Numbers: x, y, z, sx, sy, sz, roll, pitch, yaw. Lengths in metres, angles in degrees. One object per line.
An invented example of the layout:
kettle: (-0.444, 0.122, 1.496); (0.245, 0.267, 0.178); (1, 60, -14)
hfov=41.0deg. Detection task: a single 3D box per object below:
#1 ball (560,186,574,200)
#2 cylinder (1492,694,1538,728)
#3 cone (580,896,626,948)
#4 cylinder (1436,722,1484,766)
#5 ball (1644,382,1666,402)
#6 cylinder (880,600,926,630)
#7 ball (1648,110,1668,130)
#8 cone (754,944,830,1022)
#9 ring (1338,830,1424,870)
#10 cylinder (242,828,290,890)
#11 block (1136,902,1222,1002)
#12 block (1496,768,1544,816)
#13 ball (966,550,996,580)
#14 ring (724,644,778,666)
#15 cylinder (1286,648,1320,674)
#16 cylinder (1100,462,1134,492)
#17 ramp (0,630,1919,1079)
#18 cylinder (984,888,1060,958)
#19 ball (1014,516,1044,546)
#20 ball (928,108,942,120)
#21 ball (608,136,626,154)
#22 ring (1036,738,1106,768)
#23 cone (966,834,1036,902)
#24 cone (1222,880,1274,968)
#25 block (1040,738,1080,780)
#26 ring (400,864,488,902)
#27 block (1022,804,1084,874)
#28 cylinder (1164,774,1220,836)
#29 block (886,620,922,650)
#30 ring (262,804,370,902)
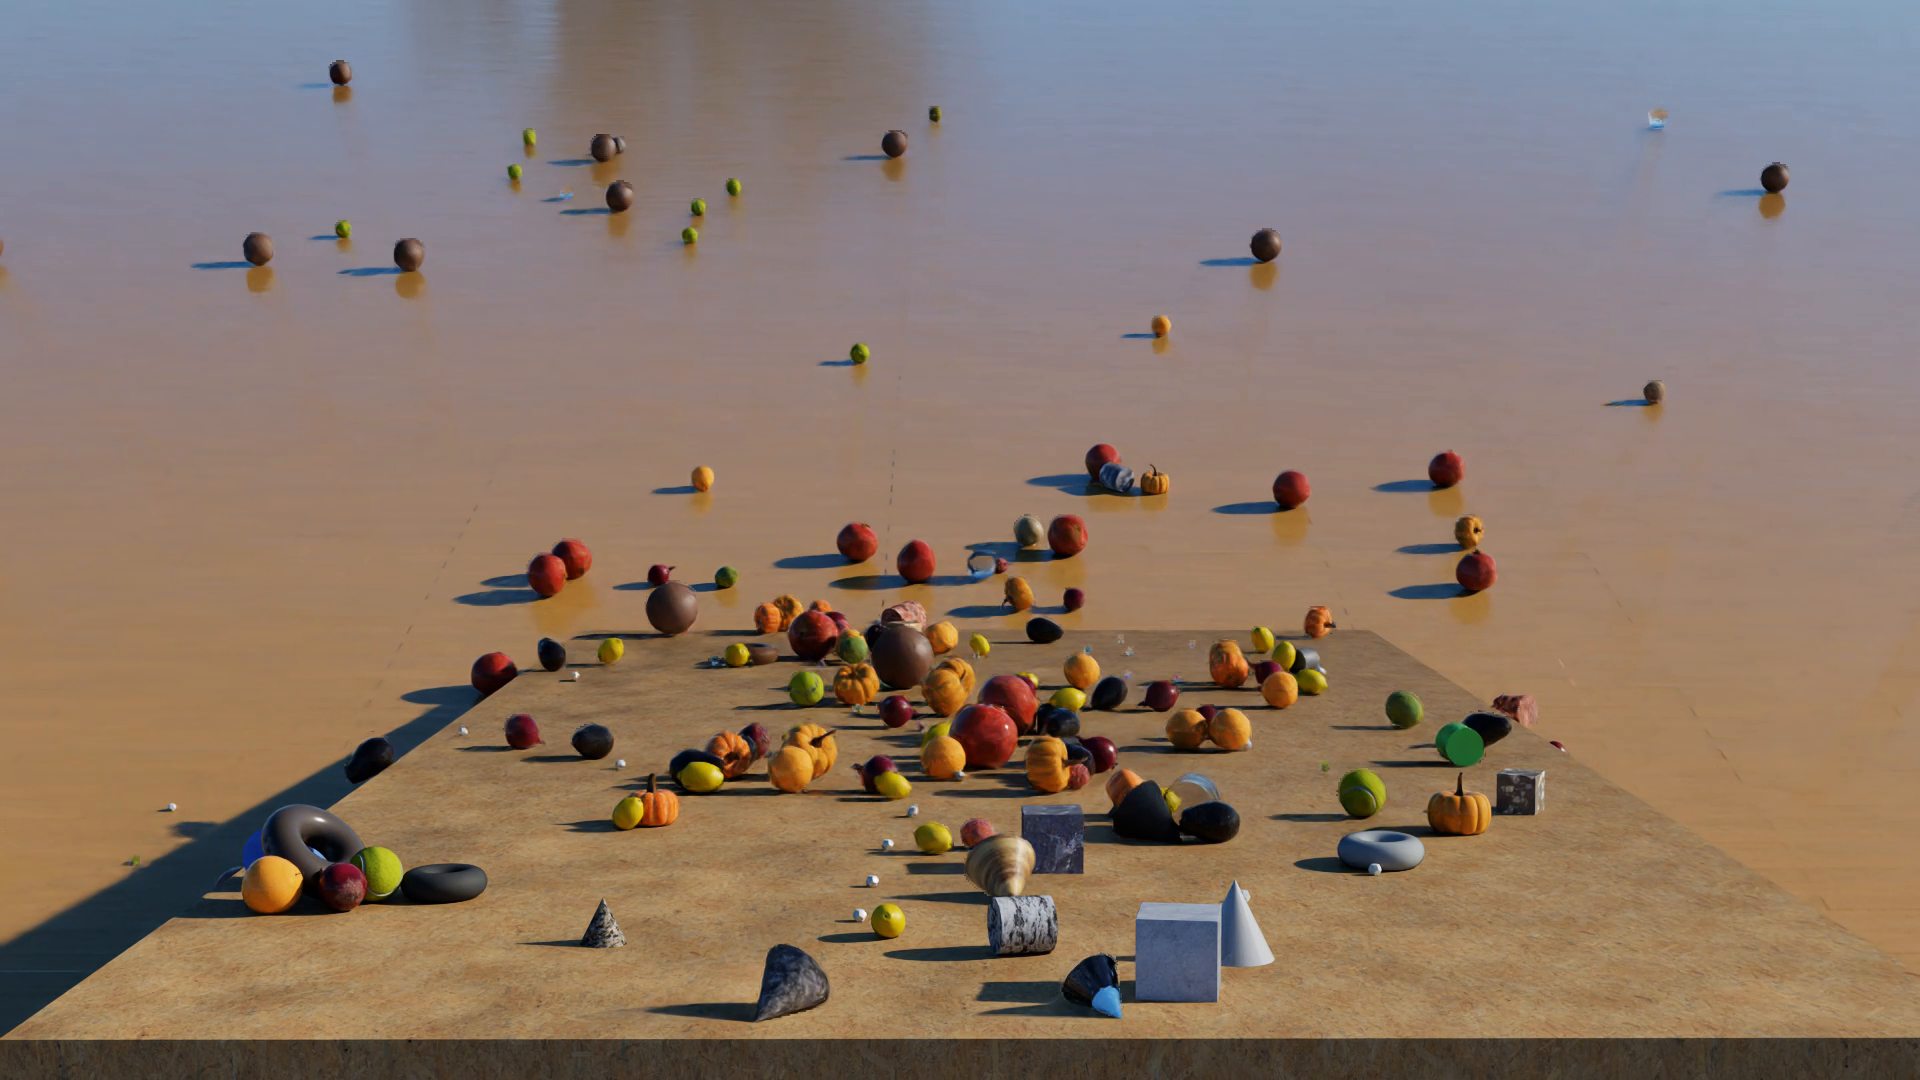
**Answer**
ball: (-1.836, -1.619, 11.975); (0.060, 0.060, 0.060); (0, 19, 0)
cylinder: (1.230, 0.379, 5.689); (0.070, 0.070, 0.070); (-17, 9, -40)
cone: (-0.411, 0.438, 2.960); (0.054, 0.054, 0.054); (0, 4, 0)
cylinder: (0.838, 0.343, 4.304); (0.065, 0.065, 0.065); (-2, 4, -5)
ball: (2.382, -0.507, 8.799); (0.074, 0.074, 0.074); (0, 19, 0)
cylinder: (-0.148, 0.210, 6.746); (0.085, 0.085, 0.085); (16, 25, 39)
ball: (3.722, -2.240, 13.680); (0.100, 0.100, 0.100); (0, 19, 0)
cone: (-0.188, 0.469, 2.627); (0.079, 0.079, 0.079); (12, 36, 30)
ring: (0.562, 0.415, 3.427); (0.116, 0.039, 0.116); (0, 5, 0)
cylinder: (-0.870, 0.403, 3.308); (0.080, 0.080, 0.080); (2, 4, 7)
block: (0.233, 0.437, 2.727); (0.086, 0.086, 0.086); (1, 4, 8)
block: (0.840, 0.377, 3.845); (0.058, 0.058, 0.058); (2, 4, 26)
ball: (0.061, 0.069, 7.149); (0.083, 0.083, 0.083); (0, 19, 0)
ring: (-0.471, 0.258, 5.796); (0.122, 0.041, 0.122); (1, 4, 0)
cylinder: (0.748, 0.263, 5.603); (0.053, 0.053, 0.053); (17, 14, 40)
cylinder: (0.483, -0.194, 7.904); (0.077, 0.077, 0.077); (-15, 24, -37)
ramp: (0.046, 0.411, 4.537); (2.000, 0.100, 4.000); (0, 4, 0)
cylinder: (0.070, 0.436, 2.909); (0.065, 0.065, 0.065); (-20, 25, -16)
ball: (0.199, -0.026, 7.415); (0.084, 0.084, 0.084); (0, 19, 0)
ball: (-0.135, -2.309, 13.918); (0.072, 0.072, 0.072); (0, 19, 0)
ball: (-1.742, -2.004, 13.033); (0.085, 0.085, 0.085); (0, 19, 0)
ring: (0.186, 0.357, 4.295); (0.120, 0.040, 0.120); (0, 2, 0)
cone: (0.059, 0.429, 3.196); (0.090, 0.090, 0.090); (-3, 31, -9)
cone: (0.309, 0.425, 2.883); (0.090, 0.090, 0.090); (0, 4, 0)
block: (0.164, 0.355, 4.177); (0.058, 0.058, 0.058); (0, 4, -5)
ring: (-0.648, 0.430, 3.223); (0.108, 0.036, 0.108); (-1, 3, 0)
block: (0.122, 0.397, 3.404); (0.078, 0.078, 0.078); (0, 4, -1)
cylinder: (0.330, 0.379, 3.682); (0.077, 0.077, 0.077); (4, 5, 12)
block: (-0.134, 0.227, 6.098); (0.062, 0.062, 0.062); (-4, 5, -44)
ring: (-0.810, 0.393, 3.230); (0.148, 0.049, 0.148); (36, 19, -15)
